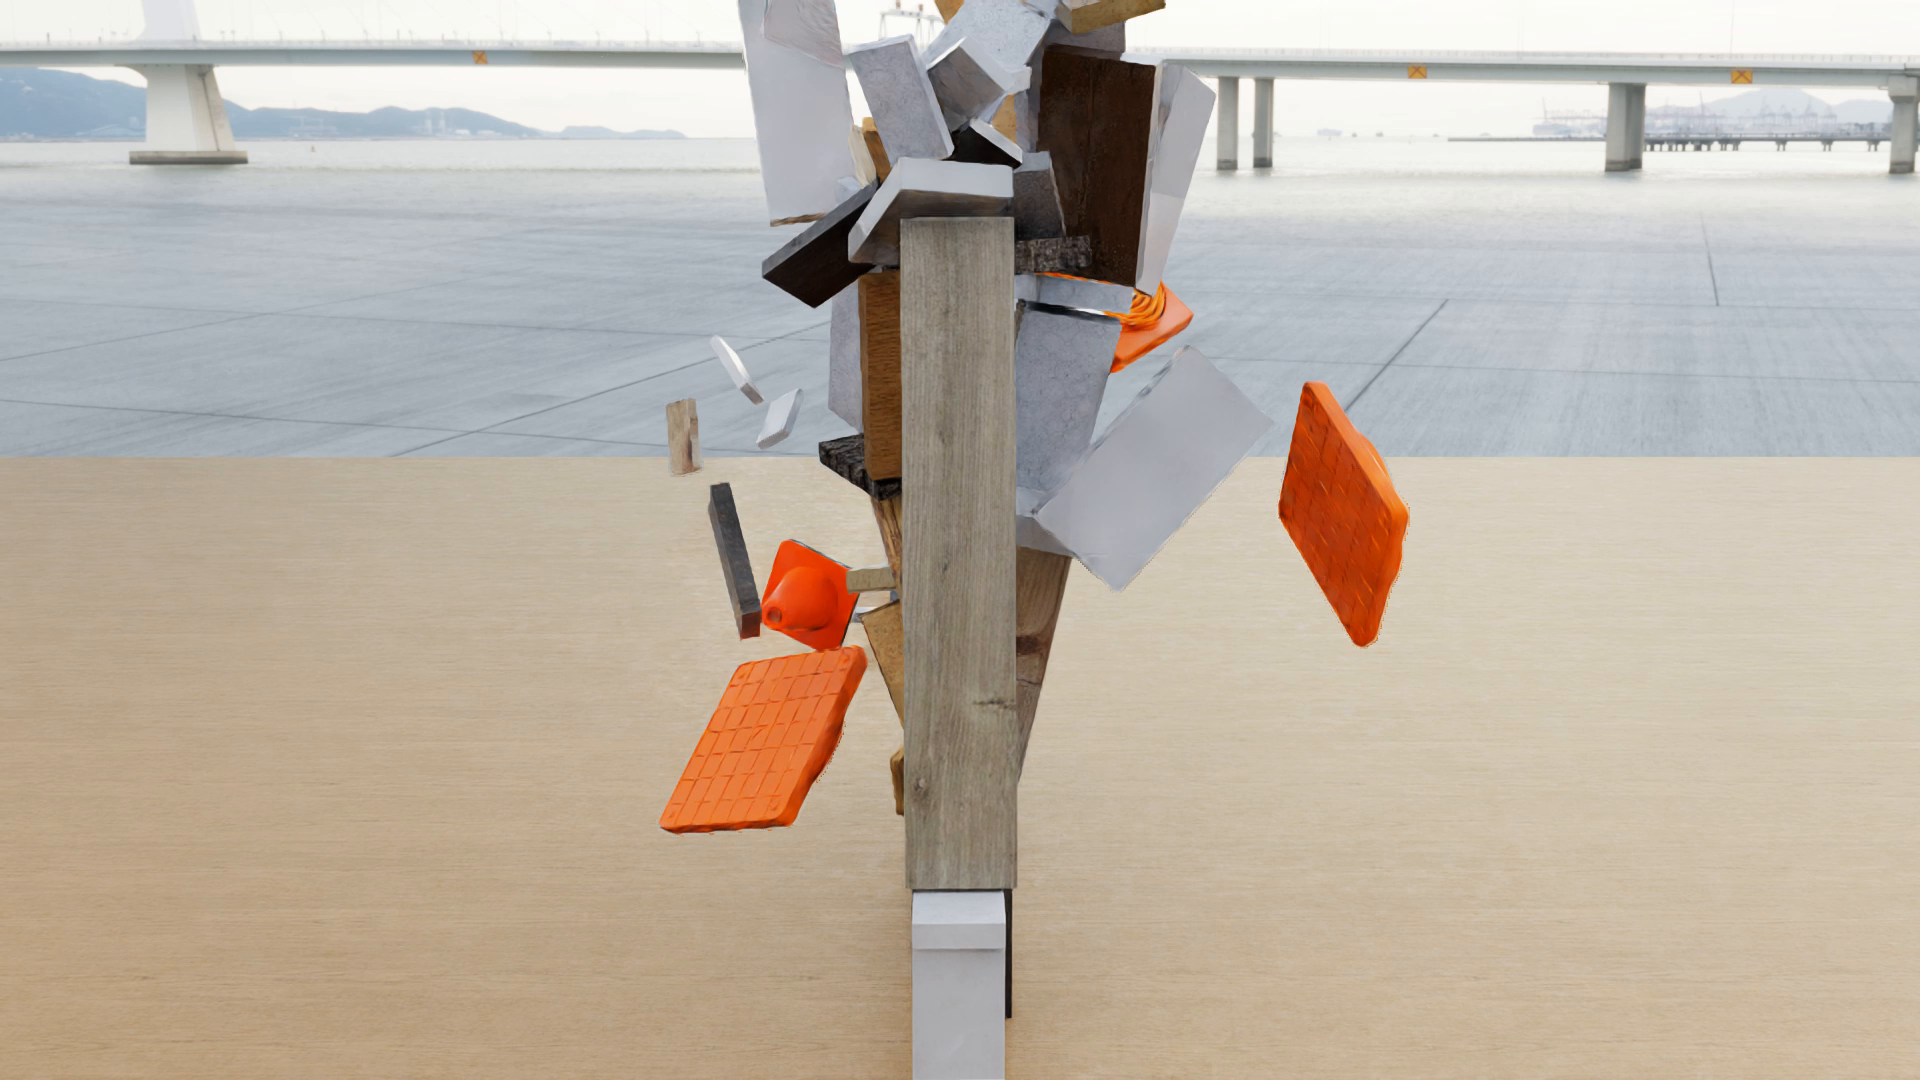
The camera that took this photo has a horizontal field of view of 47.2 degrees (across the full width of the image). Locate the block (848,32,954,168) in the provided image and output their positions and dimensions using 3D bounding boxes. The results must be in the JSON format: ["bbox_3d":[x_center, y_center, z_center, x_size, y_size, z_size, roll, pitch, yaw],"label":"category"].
[{"bbox_3d":[-0.073,-0.551,2.765,0.081,0.163,0.023,-7,35,23],"label":"block"}]

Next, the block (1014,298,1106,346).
[{"bbox_3d":[0.102,-0.106,3.829,0.153,0.629,0.043,5,20,-26],"label":"block"}]

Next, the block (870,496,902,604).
[{"bbox_3d":[-0.033,0.068,3.148,0.108,0.334,0.031,-10,-25,-15],"label":"block"}]

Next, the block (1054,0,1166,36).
[{"bbox_3d":[0.172,-0.909,3.432,0.149,0.042,0.412,-18,40,-9],"label":"block"}]

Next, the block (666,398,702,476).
[{"bbox_3d":[-0.415,-0.154,3.300,0.015,0.108,0.054,1,-9,-45],"label":"block"}]

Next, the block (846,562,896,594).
[{"bbox_3d":[-0.072,0.050,3.312,0.121,0.034,0.241,-5,2,18],"label":"block"}]

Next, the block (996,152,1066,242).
[{"bbox_3d":[0.095,-0.525,3.384,0.110,0.031,0.220,-3,-20,8],"label":"block"}]

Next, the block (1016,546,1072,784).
[{"bbox_3d":[0.054,0.186,3.492,0.170,0.390,0.048,13,11,4],"label":"block"}]

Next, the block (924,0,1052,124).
[{"bbox_3d":[0.001,-0.633,3.086,0.117,0.286,0.033,33,1,1],"label":"block"}]

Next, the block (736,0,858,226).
[{"bbox_3d":[-0.311,-0.939,3.987,0.173,0.733,0.049,-8,-6,-8],"label":"block"}]

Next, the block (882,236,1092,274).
[{"bbox_3d":[0.015,-0.426,3.373,0.343,0.049,0.171,-10,8,-36],"label":"block"}]

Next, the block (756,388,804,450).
[{"bbox_3d":[-0.267,-0.181,3.281,0.054,0.015,0.108,-26,29,28],"label":"block"}]

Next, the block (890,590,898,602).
[{"bbox_3d":[-0.030,0.230,3.396,0.121,0.336,0.034,-5,4,10],"label":"block"}]

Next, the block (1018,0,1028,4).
[{"bbox_3d":[0.079,-0.925,3.574,0.149,0.042,0.299,-4,46,-33],"label":"block"}]

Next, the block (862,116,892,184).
[{"bbox_3d":[-0.069,-0.498,2.883,0.081,0.023,0.163,-4,-28,11],"label":"block"}]

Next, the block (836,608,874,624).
[{"bbox_3d":[-0.150,0.139,4.069,0.140,0.020,0.070,1,5,-27],"label":"block"}]

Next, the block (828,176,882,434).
[{"bbox_3d":[-0.155,-0.344,3.262,0.025,0.386,0.087,-21,42,-32],"label":"block"}]

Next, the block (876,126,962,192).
[{"bbox_3d":[-0.058,-0.505,2.938,0.102,0.029,0.204,2,-32,-5],"label":"block"}]

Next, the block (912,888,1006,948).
[{"bbox_3d":[-0.002,0.477,2.886,0.118,0.034,0.237,0,10,0],"label":"block"}]

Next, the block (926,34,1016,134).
[{"bbox_3d":[-0.005,-0.569,2.764,0.023,0.081,0.163,-55,16,-26],"label":"block"}]

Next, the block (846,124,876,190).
[{"bbox_3d":[-0.104,-0.530,3.147,0.087,0.025,0.175,4,42,-19],"label":"block"}]

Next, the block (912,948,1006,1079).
[{"bbox_3d":[-0.002,0.625,2.834,0.118,0.237,0.034,0,11,0],"label":"block"}]

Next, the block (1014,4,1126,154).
[{"bbox_3d":[0.178,-0.733,3.567,0.178,0.356,0.050,-24,55,-12],"label":"block"}]

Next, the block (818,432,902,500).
[{"bbox_3d":[-0.116,-0.113,3.241,0.108,0.031,0.217,-14,22,-23],"label":"block"}]

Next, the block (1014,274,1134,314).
[{"bbox_3d":[0.162,-0.412,3.630,0.153,0.043,0.305,6,8,-16],"label":"block"}]

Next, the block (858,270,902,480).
[{"bbox_3d":[-0.062,-0.235,3.090,0.148,0.295,0.042,-9,29,-15],"label":"block"}]

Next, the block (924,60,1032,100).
[{"bbox_3d":[0.011,-0.612,2.926,0.102,0.029,0.204,14,23,18],"label":"block"}]

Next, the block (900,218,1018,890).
[{"bbox_3d":[-0.001,0.019,2.882,0.148,0.874,0.042,0,2,-1],"label":"block"}]

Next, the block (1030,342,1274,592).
[{"bbox_3d":[0.285,-0.108,3.271,0.171,0.343,0.049,42,2,-11],"label":"block"}]

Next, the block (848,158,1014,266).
[{"bbox_3d":[-0.043,-0.432,2.932,0.148,0.042,0.295,2,-12,-16],"label":"block"}]

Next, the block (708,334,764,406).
[{"bbox_3d":[-0.324,-0.246,3.184,0.108,0.015,0.054,56,6,34],"label":"block"}]

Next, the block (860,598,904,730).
[{"bbox_3d":[-0.048,0.201,3.239,0.121,0.241,0.034,-22,7,-7],"label":"block"}]

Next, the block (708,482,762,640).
[{"bbox_3d":[-0.346,0.033,3.383,0.031,0.217,0.108,-12,-21,-12],"label":"block"}]

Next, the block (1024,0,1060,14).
[{"bbox_3d":[0.092,-0.810,3.165,0.117,0.033,0.235,26,19,-5],"label":"block"}]

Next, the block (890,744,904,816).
[{"bbox_3d":[-0.073,0.329,3.039,0.014,0.097,0.049,13,37,29],"label":"block"}]

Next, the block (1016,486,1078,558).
[{"bbox_3d":[0.113,-0.045,3.553,0.170,0.048,0.340,11,12,-1],"label":"block"}]

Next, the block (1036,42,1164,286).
[{"bbox_3d":[0.212,-0.590,3.468,0.178,0.356,0.050,11,28,15],"label":"block"}]

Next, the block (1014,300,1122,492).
[{"bbox_3d":[0.149,-0.228,3.577,0.153,0.305,0.043,10,26,-10],"label":"block"}]

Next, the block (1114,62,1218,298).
[{"bbox_3d":[0.323,-0.594,3.641,0.050,0.356,0.178,18,4,24],"label":"block"}]

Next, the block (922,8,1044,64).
[{"bbox_3d":[0.022,-0.710,3.206,0.117,0.033,0.235,18,48,17],"label":"block"}]

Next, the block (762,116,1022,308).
[{"bbox_3d":[-0.100,-0.454,3.069,0.418,0.029,0.102,-30,-43,35],"label":"block"}]

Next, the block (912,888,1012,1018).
[{"bbox_3d":[0.003,0.542,3.144,0.143,0.285,0.040,0,11,0],"label":"block"}]

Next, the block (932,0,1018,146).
[{"bbox_3d":[0.089,-0.840,3.762,0.173,0.346,0.049,-25,-9,1],"label":"block"}]
